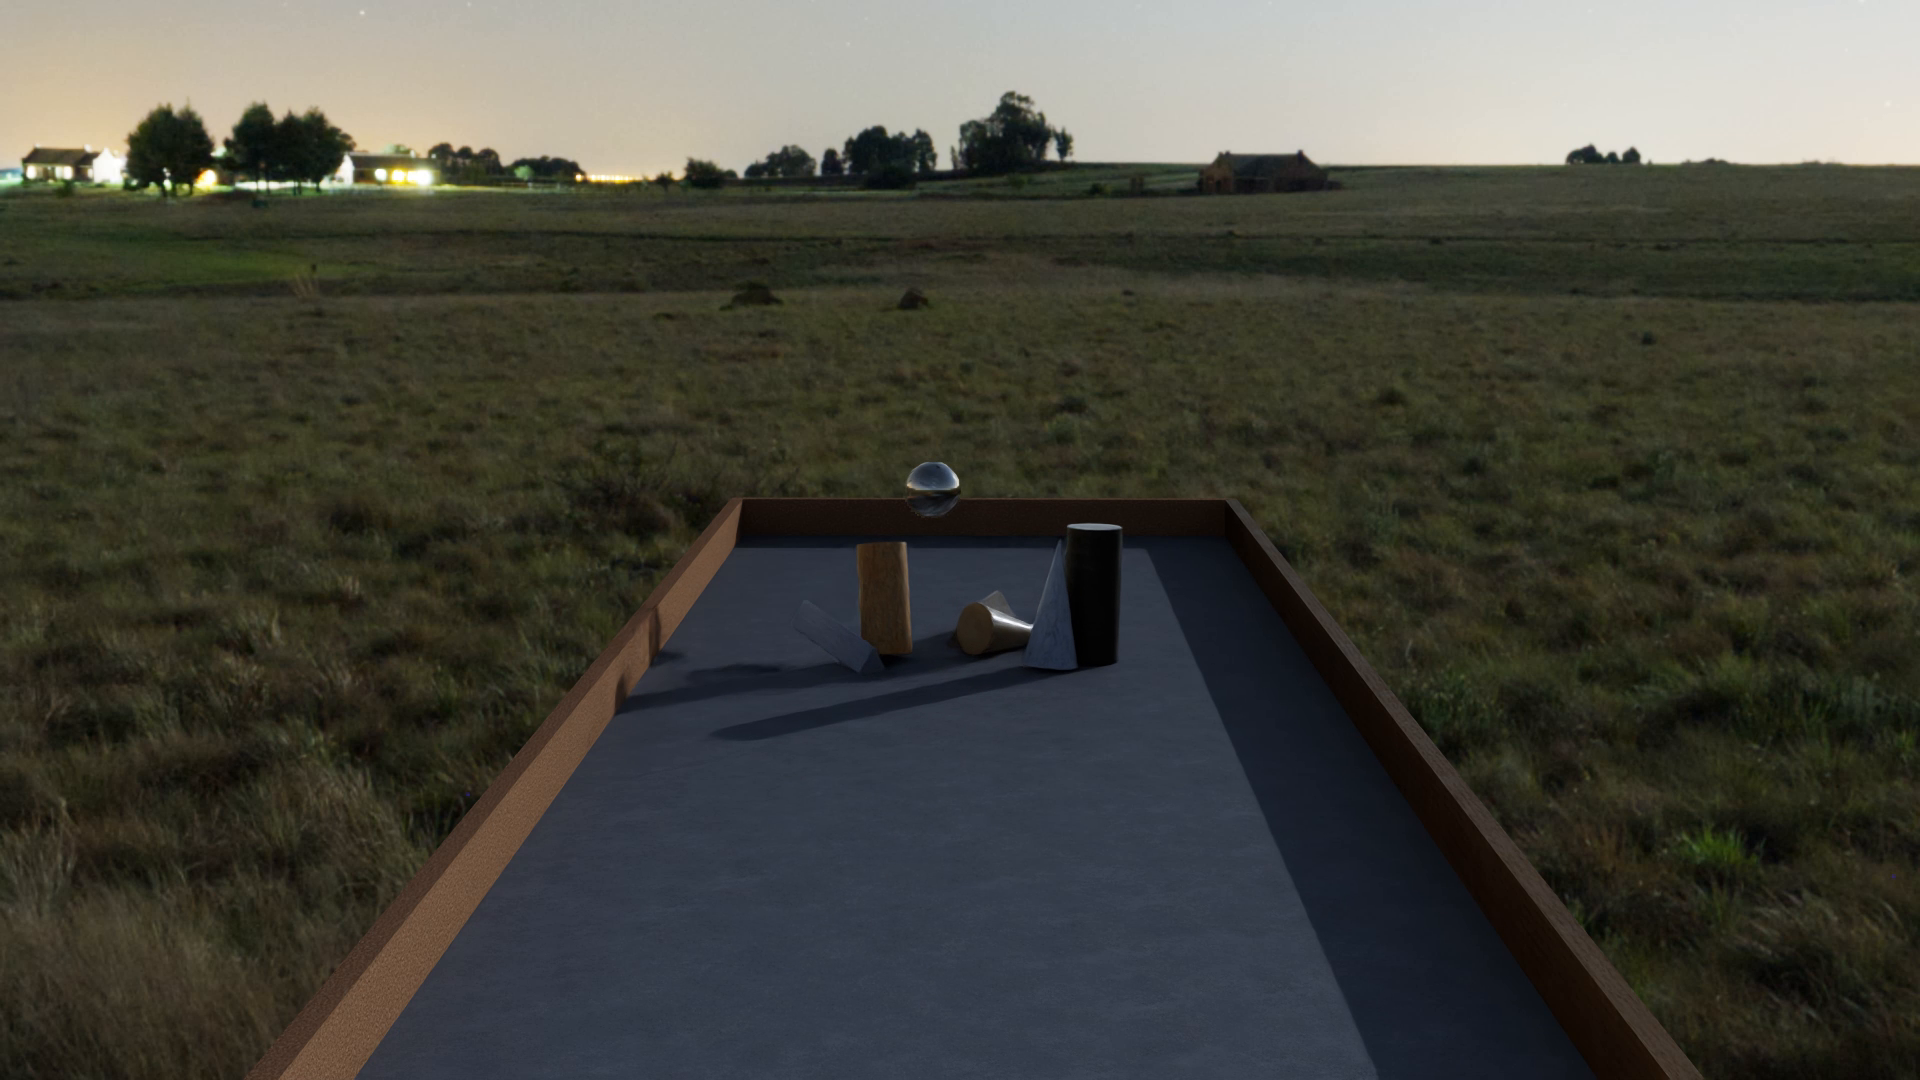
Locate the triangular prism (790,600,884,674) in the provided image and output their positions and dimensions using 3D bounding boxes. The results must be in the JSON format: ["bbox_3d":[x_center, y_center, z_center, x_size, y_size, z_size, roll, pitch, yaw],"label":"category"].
[{"bbox_3d":[-0.368,0.288,6.643,0.093,0.080,0.392,-8,25,-35],"label":"triangular prism"}]

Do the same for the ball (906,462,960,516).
[{"bbox_3d":[-0.092,-0.172,7.447,0.188,0.188,0.188,0,9,0],"label":"ball"}]

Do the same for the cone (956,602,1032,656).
[{"bbox_3d":[0.191,0.294,6.882,0.400,0.162,0.162,8,1,-42],"label":"cone"}]

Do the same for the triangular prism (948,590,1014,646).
[{"bbox_3d":[0.077,0.248,7.045,0.136,0.118,0.378,2,9,16],"label":"triangular prism"}]

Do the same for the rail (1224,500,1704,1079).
[{"bbox_3d":[1.046,0.843,3.208,0.050,0.150,12.000,0,9,1],"label":"rail"}]

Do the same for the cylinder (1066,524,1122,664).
[{"bbox_3d":[0.403,0.162,6.668,0.168,0.407,0.168,1,7,0],"label":"cylinder"}]

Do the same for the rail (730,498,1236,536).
[{"bbox_3d":[0.099,-0.098,9.147,2.100,0.150,0.050,0,9,1],"label":"rail"}]

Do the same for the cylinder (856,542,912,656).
[{"bbox_3d":[-0.231,0.180,6.703,0.153,0.339,0.153,-3,-4,0],"label":"cylinder"}]

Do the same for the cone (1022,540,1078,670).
[{"bbox_3d":[0.284,0.182,6.570,0.169,0.388,0.169,4,5,0],"label":"cone"}]

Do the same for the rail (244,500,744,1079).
[{"bbox_3d":[-1.004,0.839,3.234,0.050,0.150,12.000,0,9,1],"label":"rail"}]
